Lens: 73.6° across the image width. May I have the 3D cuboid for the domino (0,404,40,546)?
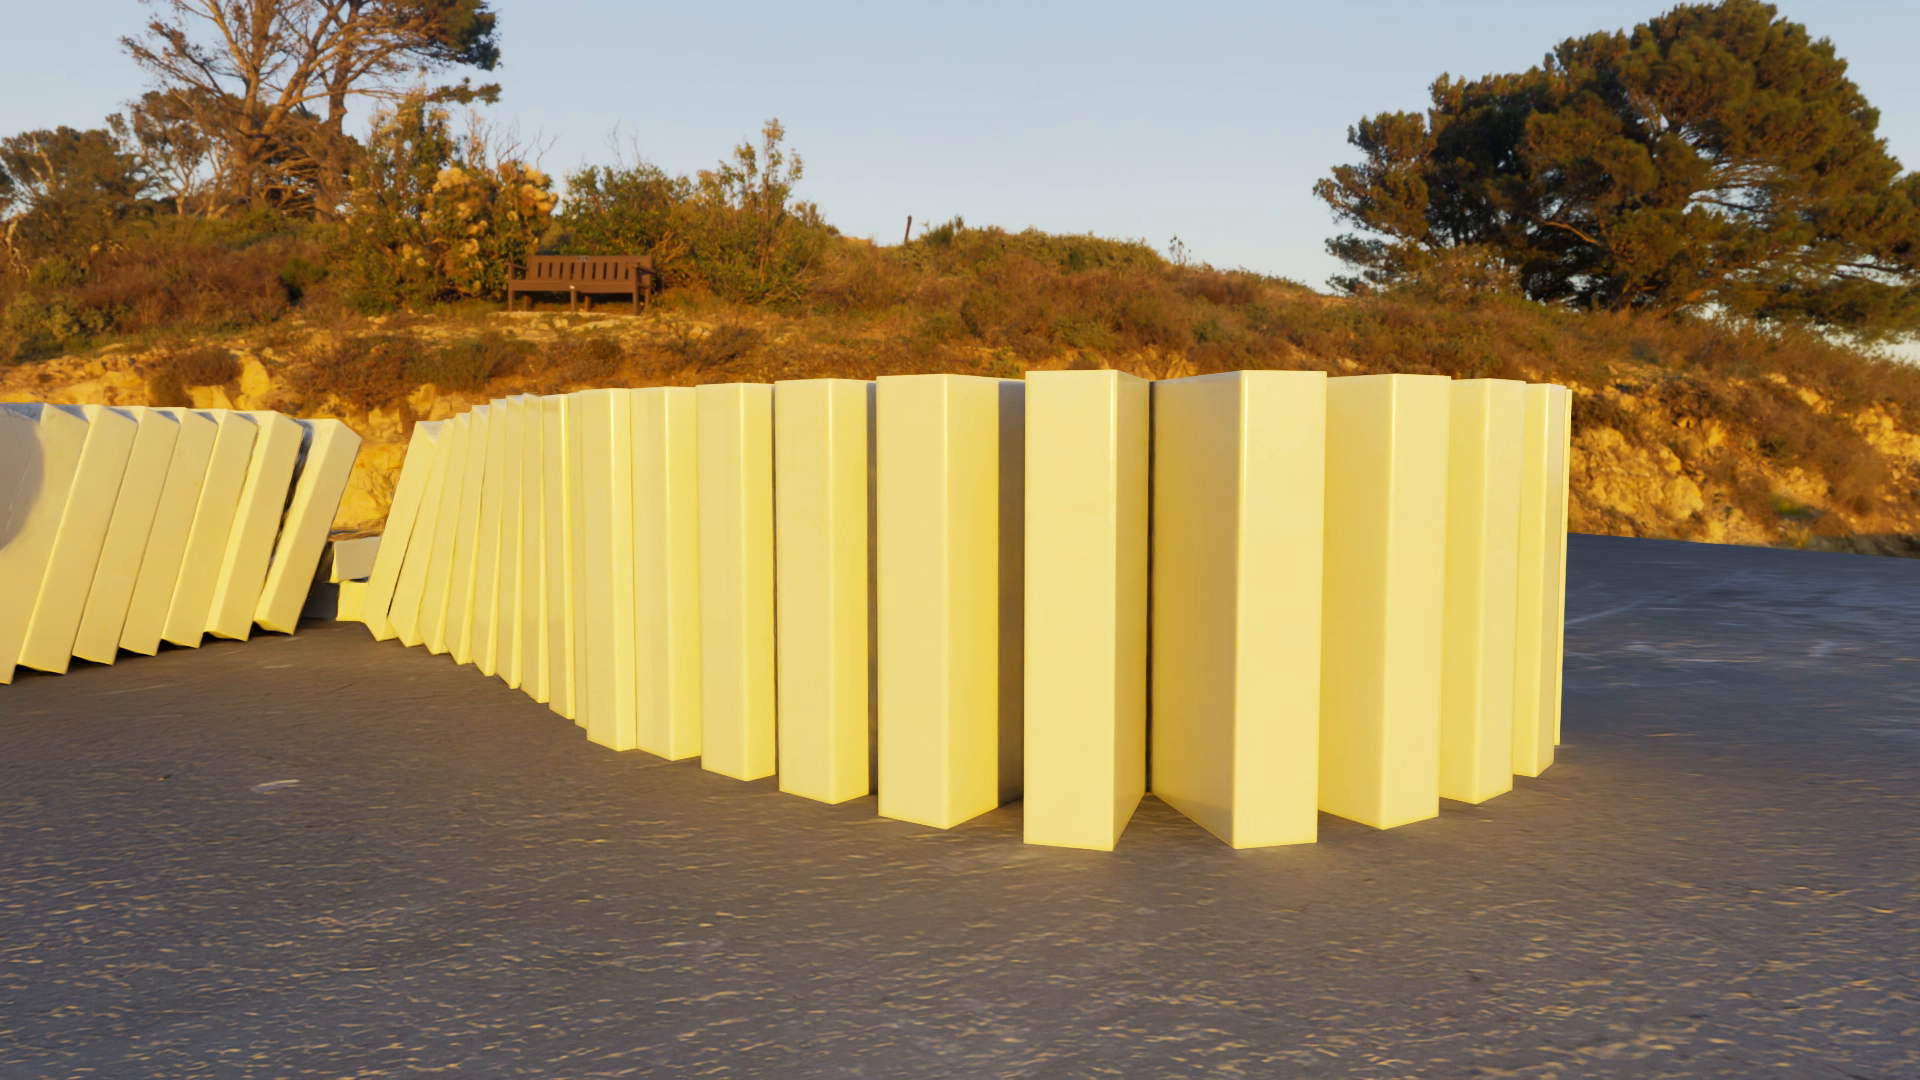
[{"bbox_3d":[-0.181,0.001,0.223,0.025,0.050,0.010,1,-17,14],"label":"domino"}]

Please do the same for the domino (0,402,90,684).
[{"bbox_3d":[-0.179,0.000,0.233,0.025,0.050,0.009,1,-17,14],"label":"domino"}]

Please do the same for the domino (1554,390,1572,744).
[{"bbox_3d":[0.074,0.004,0.187,0.025,0.050,0.009,1,4,11],"label":"domino"}]

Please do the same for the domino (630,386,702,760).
[{"bbox_3d":[-0.033,0.004,0.183,0.025,0.050,0.010,-4,6,-43],"label":"domino"}]

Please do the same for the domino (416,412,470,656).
[{"bbox_3d":[-0.092,-0.001,0.259,0.025,0.050,0.009,-4,34,-43],"label":"domino"}]

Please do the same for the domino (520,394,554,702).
[{"bbox_3d":[-0.060,0.001,0.218,0.025,0.050,0.010,-3,11,-36],"label":"domino"}]

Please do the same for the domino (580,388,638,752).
[{"bbox_3d":[-0.041,0.003,0.188,0.025,0.050,0.010,-4,6,-42],"label":"domino"}]

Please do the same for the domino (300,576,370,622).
[{"bbox_3d":[-0.142,0.013,0.332,0.025,0.009,0.050,1,5,18],"label":"domino"}]

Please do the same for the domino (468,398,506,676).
[{"bbox_3d":[-0.075,-0.001,0.238,0.025,0.050,0.010,-4,24,-39],"label":"domino"}]

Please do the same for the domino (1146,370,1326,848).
[{"bbox_3d":[0.030,0.007,0.146,0.009,0.050,0.025,-1,4,-14],"label":"domino"}]

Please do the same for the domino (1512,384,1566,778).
[{"bbox_3d":[0.067,0.005,0.173,0.025,0.050,0.010,3,5,37],"label":"domino"}]

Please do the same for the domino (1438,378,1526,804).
[{"bbox_3d":[0.056,0.005,0.162,0.010,0.050,0.025,-4,6,-42],"label":"domino"}]

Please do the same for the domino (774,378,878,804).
[{"bbox_3d":[-0.011,0.005,0.162,0.009,0.050,0.025,4,6,40],"label":"domino"}]

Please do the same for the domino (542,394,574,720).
[{"bbox_3d":[-0.053,0.002,0.208,0.025,0.050,0.010,-3,5,-35],"label":"domino"}]

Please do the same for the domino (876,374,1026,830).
[{"bbox_3d":[0.002,0.006,0.153,0.010,0.050,0.025,3,5,34],"label":"domino"}]

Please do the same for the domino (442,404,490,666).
[{"bbox_3d":[-0.083,-0.001,0.248,0.025,0.050,0.009,-4,29,-40],"label":"domino"}]

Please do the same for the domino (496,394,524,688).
[{"bbox_3d":[-0.068,0.000,0.228,0.025,0.050,0.010,-3,18,-36],"label":"domino"}]

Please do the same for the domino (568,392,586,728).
[{"bbox_3d":[-0.046,0.003,0.197,0.025,0.050,0.009,-3,6,-39],"label":"domino"}]

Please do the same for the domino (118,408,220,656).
[{"bbox_3d":[-0.172,-0.002,0.263,0.025,0.050,0.010,1,-17,14],"label":"domino"}]

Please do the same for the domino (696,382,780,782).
[{"bbox_3d":[-0.022,0.005,0.172,0.010,0.050,0.025,4,6,43],"label":"domino"}]

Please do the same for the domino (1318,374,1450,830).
[{"bbox_3d":[0.044,0.006,0.153,0.010,0.050,0.025,-3,5,-33],"label":"domino"}]

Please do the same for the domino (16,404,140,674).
[{"bbox_3d":[-0.176,-0.001,0.243,0.025,0.050,0.009,1,-17,14],"label":"domino"}]

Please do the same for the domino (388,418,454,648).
[{"bbox_3d":[-0.101,-0.001,0.270,0.009,0.050,0.025,41,27,30],"label":"domino"}]

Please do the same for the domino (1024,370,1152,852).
[{"bbox_3d":[0.015,0.007,0.146,0.009,0.050,0.025,1,4,16],"label":"domino"}]

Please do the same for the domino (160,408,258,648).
[{"bbox_3d":[-0.169,-0.003,0.272,0.025,0.050,0.010,1,-17,14],"label":"domino"}]

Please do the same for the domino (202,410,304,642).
[{"bbox_3d":[-0.164,-0.004,0.282,0.025,0.050,0.010,1,-18,14],"label":"domino"}]

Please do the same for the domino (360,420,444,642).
[{"bbox_3d":[-0.110,-0.002,0.278,0.010,0.050,0.025,42,28,29],"label":"domino"}]

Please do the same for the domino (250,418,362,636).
[{"bbox_3d":[-0.158,-0.004,0.294,0.025,0.050,0.009,1,-25,14],"label":"domino"}]

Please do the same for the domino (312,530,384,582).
[{"bbox_3d":[-0.155,0.004,0.327,0.025,0.009,0.050,-2,4,8],"label":"domino"}]

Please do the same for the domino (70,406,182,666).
[{"bbox_3d":[-0.174,-0.001,0.253,0.025,0.050,0.010,1,-17,14],"label":"domino"}]
